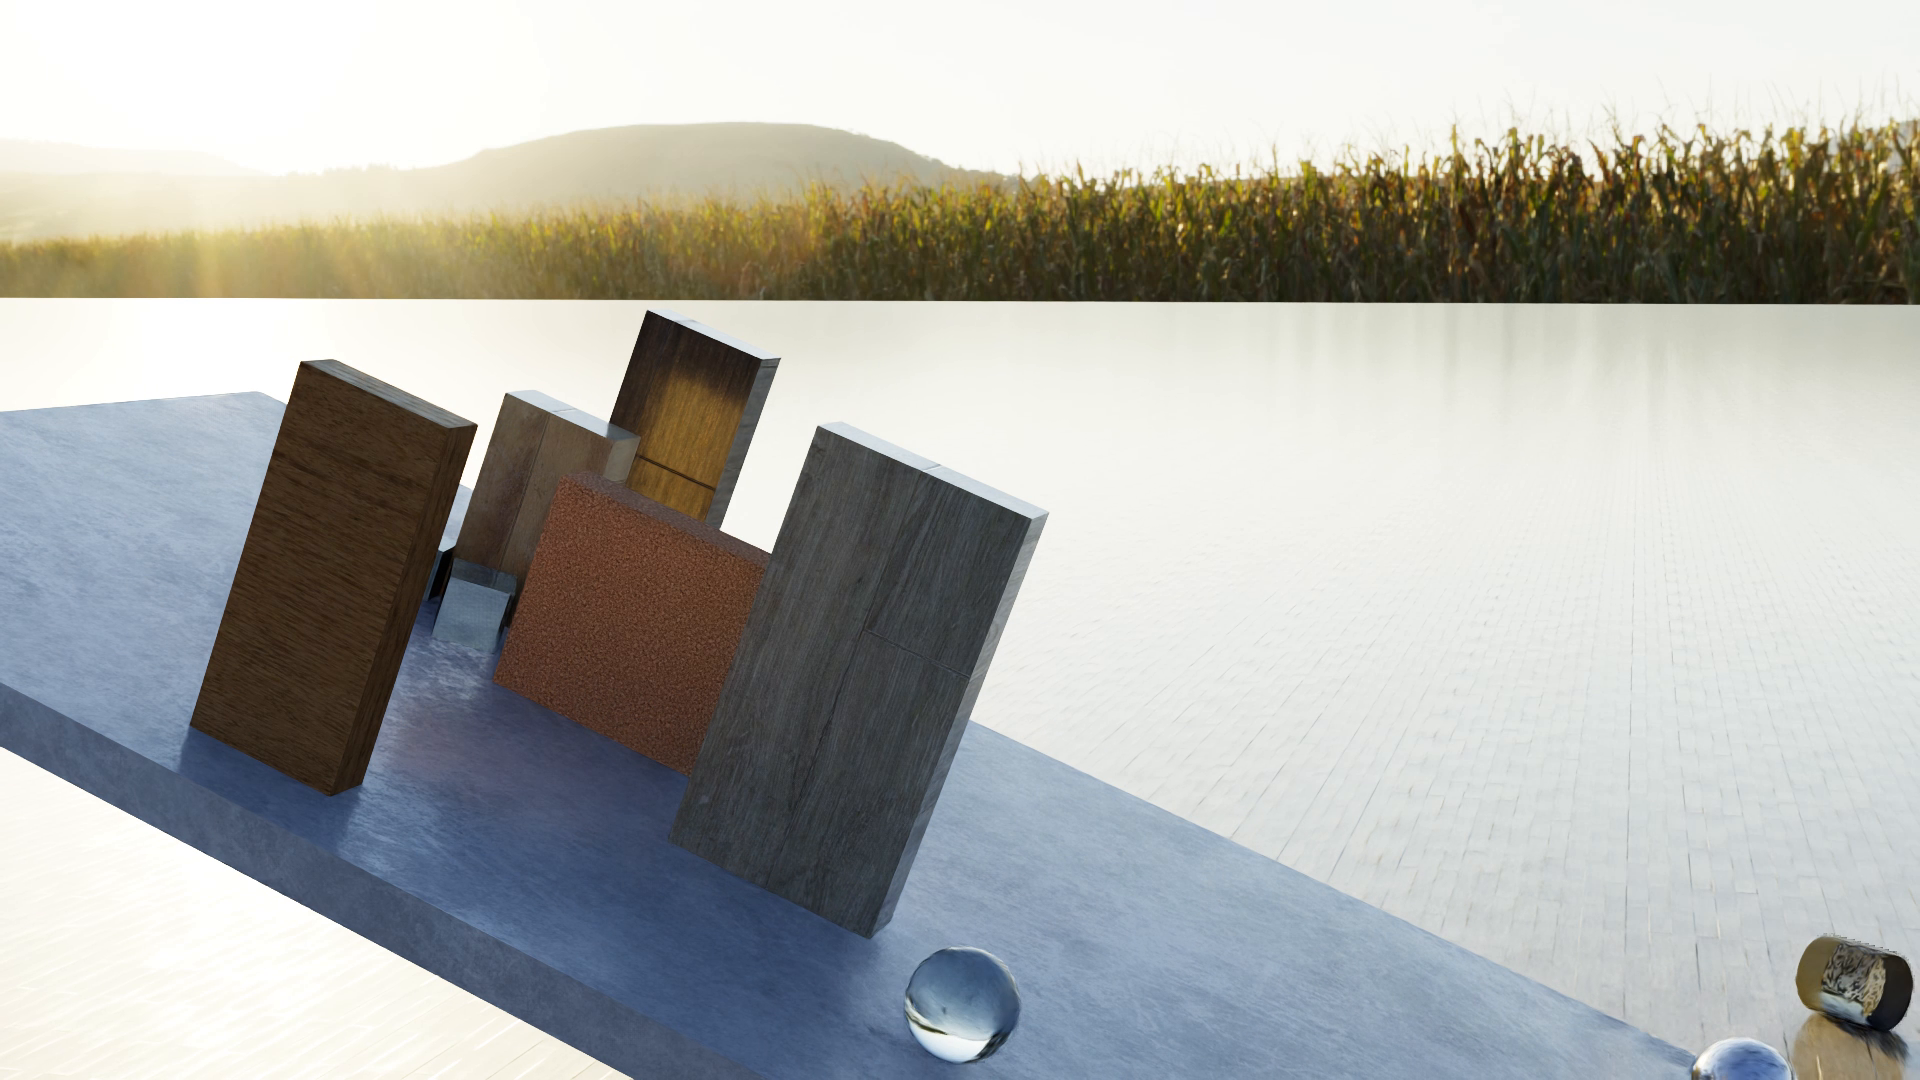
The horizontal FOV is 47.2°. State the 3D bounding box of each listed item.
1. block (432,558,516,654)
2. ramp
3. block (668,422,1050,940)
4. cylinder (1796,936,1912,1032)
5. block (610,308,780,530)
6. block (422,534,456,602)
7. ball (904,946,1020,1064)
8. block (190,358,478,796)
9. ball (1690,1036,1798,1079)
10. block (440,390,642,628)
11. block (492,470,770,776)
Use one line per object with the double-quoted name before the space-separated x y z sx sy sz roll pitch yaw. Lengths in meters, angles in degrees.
"block" -0.978 0.132 4.430 0.130 0.130 0.130 18 13 -14
"ramp" -0.316 0.566 4.200 4.000 0.100 2.000 24 13 13
"block" -0.180 0.239 3.756 0.399 0.784 0.114 24 13 13
"cylinder" 2.216 1.098 5.450 0.192 0.192 0.192 -4 7 -31
"block" -0.665 -0.170 5.015 0.297 0.645 0.115 24 13 13
"block" -1.128 0.045 4.599 0.112 0.112 0.112 22 13 4
"ball" 0.004 0.721 3.414 0.181 0.181 0.181 0 7 0
"block" -1.006 0.060 3.521 0.277 0.638 0.094 24 13 13
"ball" 1.539 1.079 4.315 0.204 0.204 0.204 0 7 0
"block" -0.878 -0.050 4.597 0.262 0.459 0.126 24 13 13
"block" -0.613 0.157 4.210 0.449 0.434 0.114 24 13 13
